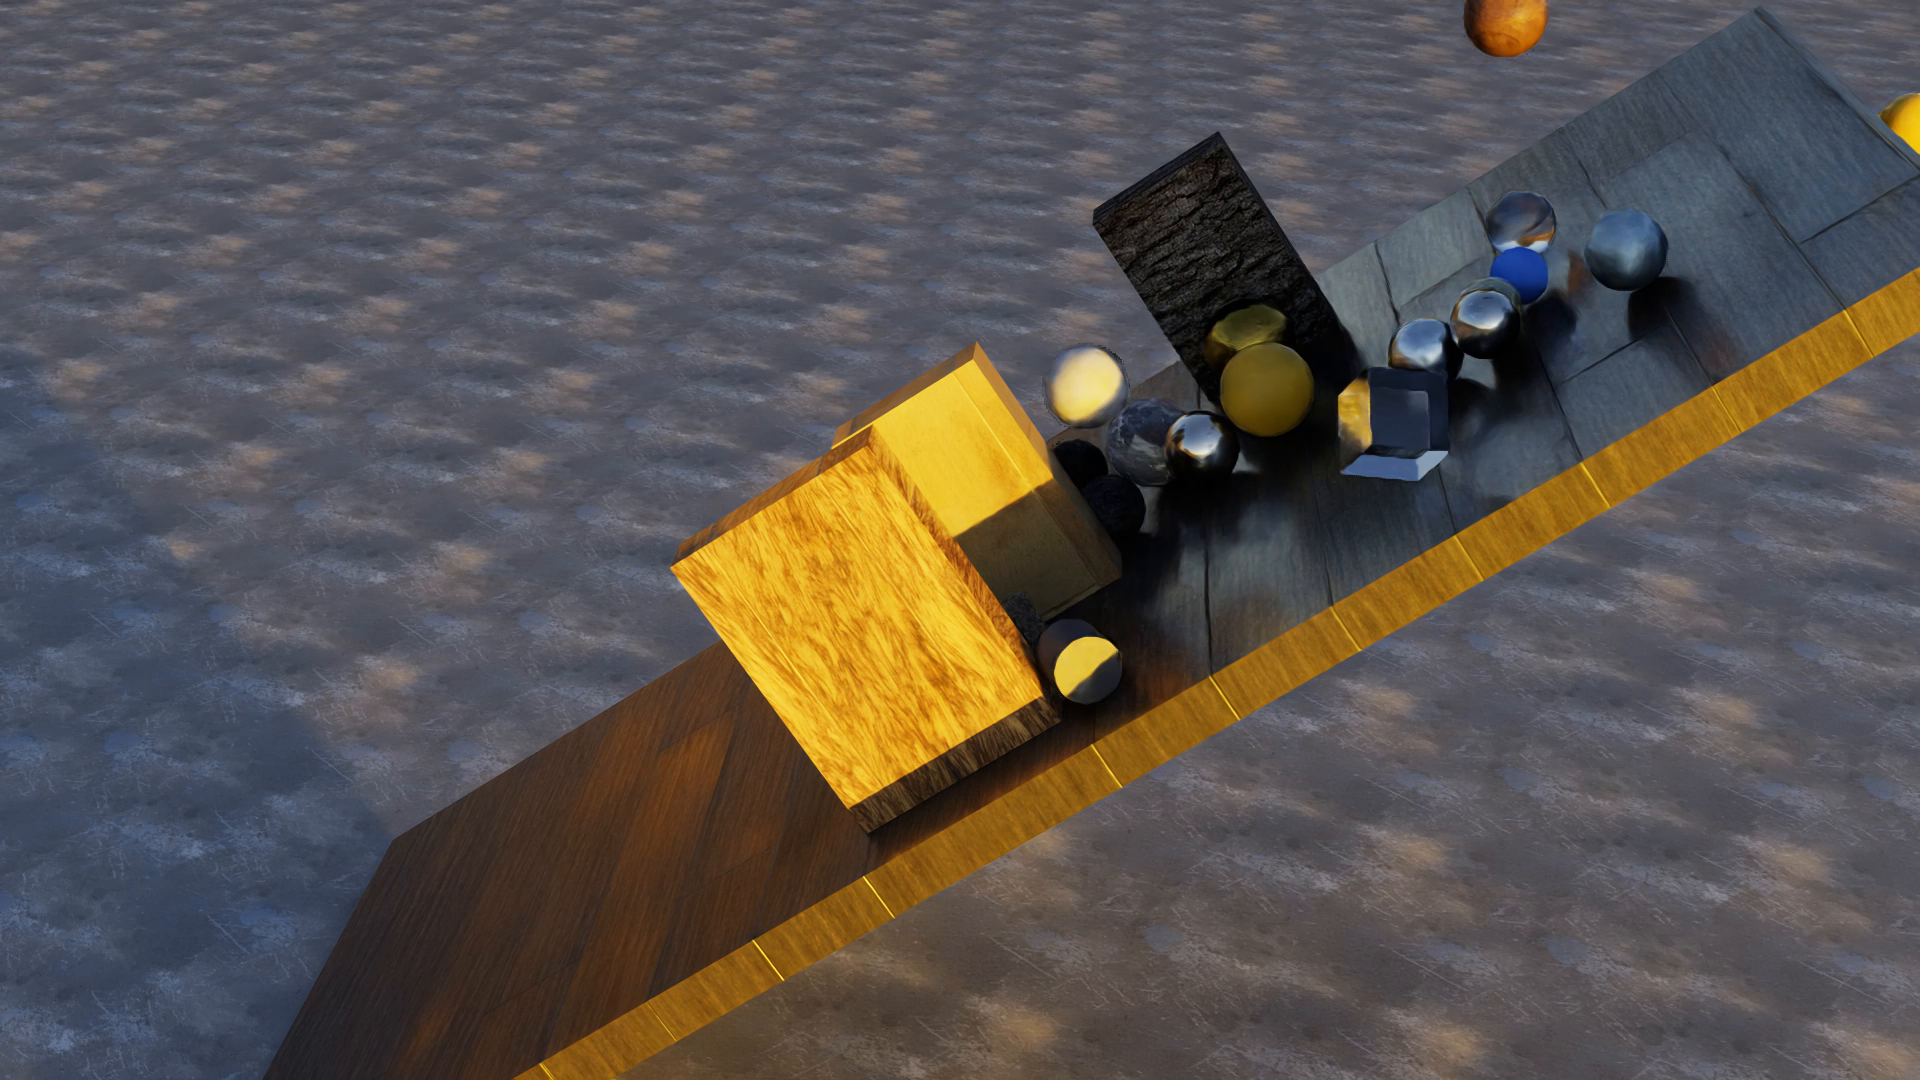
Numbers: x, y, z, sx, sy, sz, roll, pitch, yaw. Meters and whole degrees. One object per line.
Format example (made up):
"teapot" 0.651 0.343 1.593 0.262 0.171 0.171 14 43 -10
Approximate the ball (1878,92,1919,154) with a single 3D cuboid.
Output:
"ball" 1.941 -0.826 5.978 0.164 0.164 0.164 0 21 0

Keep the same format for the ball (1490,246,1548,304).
"ball" 1.121 -0.529 5.896 0.117 0.117 0.117 0 21 0

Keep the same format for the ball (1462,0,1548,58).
"ball" 1.129 -1.086 6.087 0.173 0.173 0.173 0 21 0

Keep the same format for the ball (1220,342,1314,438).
"ball" 0.639 -0.313 6.128 0.199 0.199 0.199 0 21 0

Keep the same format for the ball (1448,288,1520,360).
"ball" 1.017 -0.419 5.699 0.137 0.137 0.137 0 21 0

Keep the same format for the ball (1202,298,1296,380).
"ball" 0.638 -0.430 6.475 0.205 0.205 0.205 0 21 0

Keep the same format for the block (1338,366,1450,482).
"block" 0.792 -0.211 5.374 0.152 0.152 0.152 5 -20 -13

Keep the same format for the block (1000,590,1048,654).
"block" 0.101 0.192 5.914 0.109 0.109 0.109 -28 17 24

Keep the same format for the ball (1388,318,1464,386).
"ball" 0.916 -0.364 5.786 0.149 0.149 0.149 0 21 0

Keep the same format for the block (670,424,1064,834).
"block" -0.169 0.173 5.519 0.443 0.644 0.125 -31 16 14

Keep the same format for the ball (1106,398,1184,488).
"ball" 0.411 -0.208 6.310 0.191 0.191 0.191 0 21 0

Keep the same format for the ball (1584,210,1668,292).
"ball" 1.267 -0.551 5.592 0.155 0.155 0.155 0 21 0

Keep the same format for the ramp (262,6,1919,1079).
"ramp" 0.139 0.171 6.298 4.000 0.100 2.000 -31 16 14

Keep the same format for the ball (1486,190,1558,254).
"ball" 1.172 -0.657 6.138 0.147 0.147 0.147 0 21 0

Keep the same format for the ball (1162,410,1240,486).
"ball" 0.502 -0.190 6.124 0.159 0.159 0.159 0 21 0

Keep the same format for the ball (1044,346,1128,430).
"ball" 0.260 -0.315 6.069 0.173 0.173 0.173 0 21 0

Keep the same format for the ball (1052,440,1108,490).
"ball" 0.258 -0.153 6.561 0.143 0.143 0.143 0 21 0

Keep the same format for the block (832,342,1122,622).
"block" 0.039 -0.079 6.023 0.344 0.548 0.127 -31 16 14

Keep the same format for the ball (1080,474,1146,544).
"ball" 0.314 -0.063 6.157 0.150 0.150 0.150 0 21 0

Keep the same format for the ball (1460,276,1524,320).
"ball" 1.050 -0.457 5.824 0.129 0.129 0.129 0 21 0

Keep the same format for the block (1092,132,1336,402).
"block" 0.573 -0.613 6.615 0.332 0.493 0.139 -31 16 14

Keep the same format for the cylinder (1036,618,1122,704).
"cylinder" 0.222 0.225 5.493 0.130 0.130 0.130 -5 15 -13
